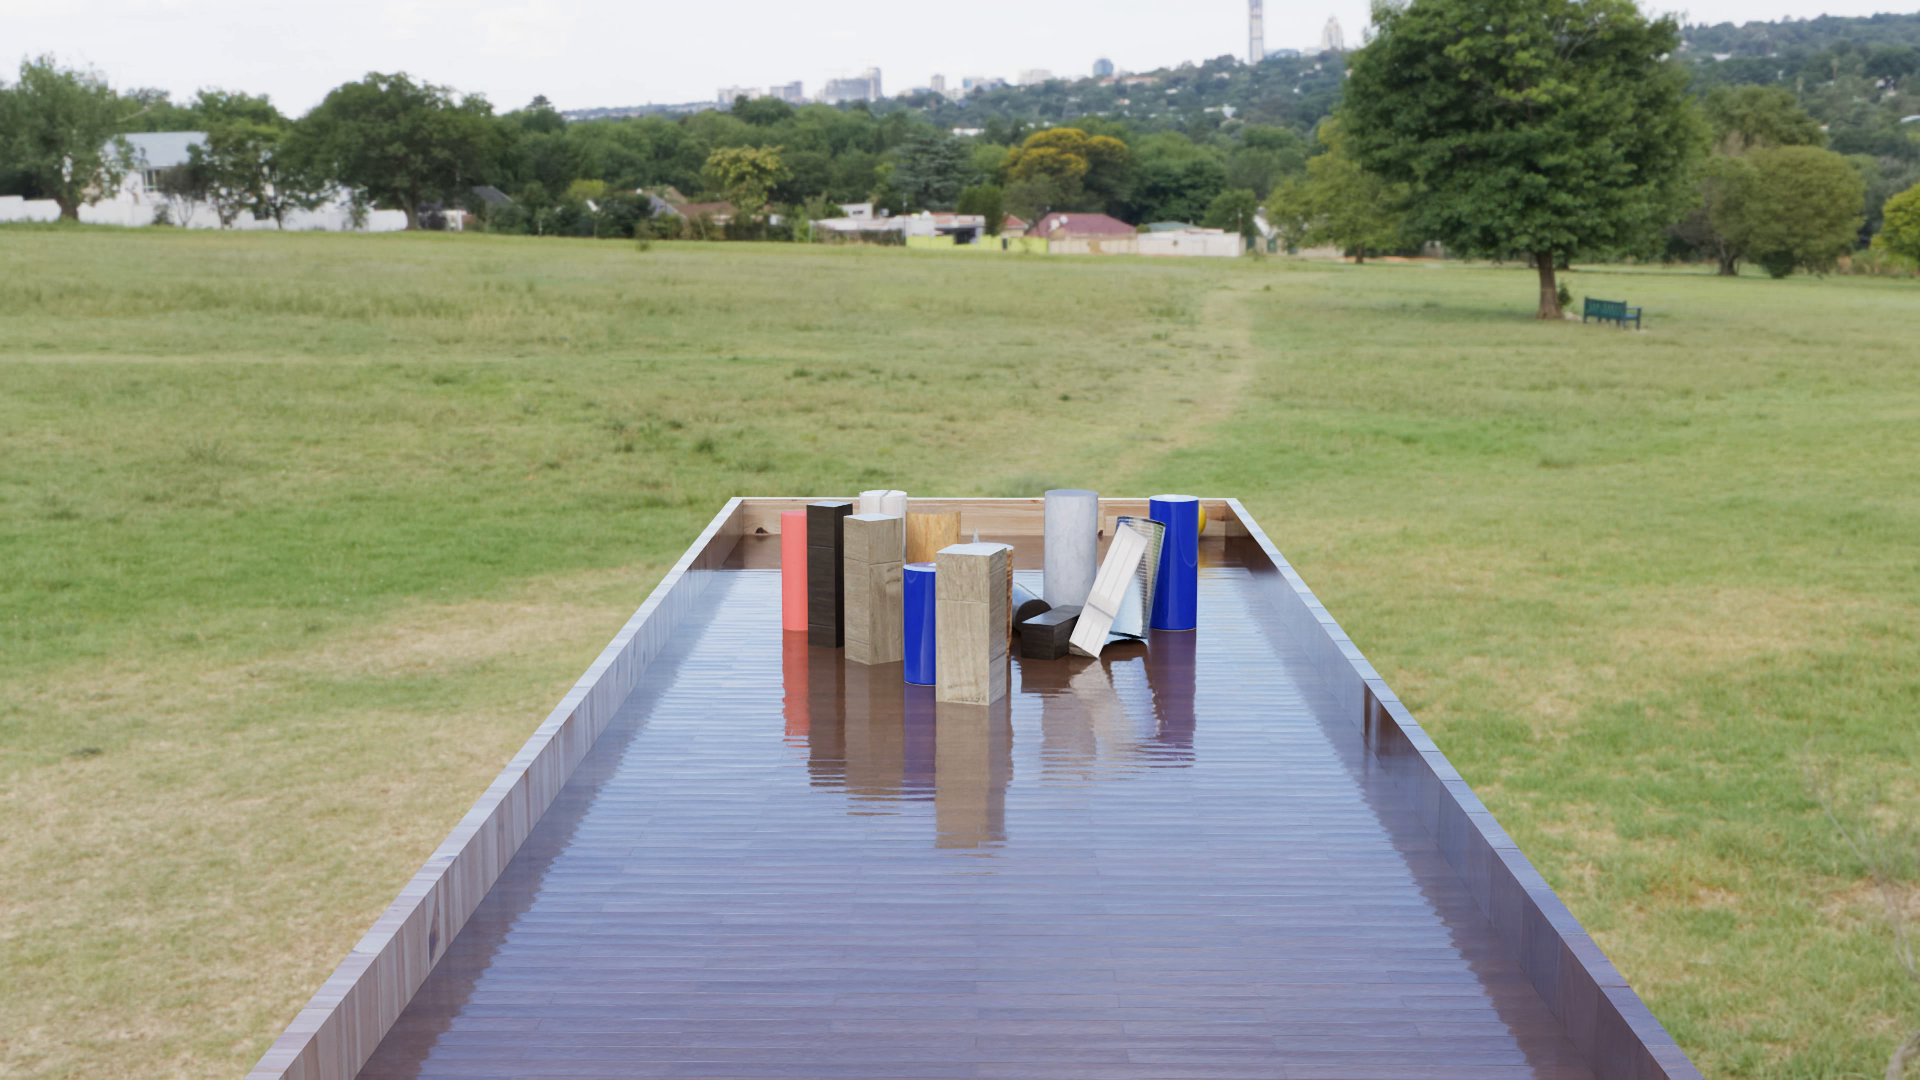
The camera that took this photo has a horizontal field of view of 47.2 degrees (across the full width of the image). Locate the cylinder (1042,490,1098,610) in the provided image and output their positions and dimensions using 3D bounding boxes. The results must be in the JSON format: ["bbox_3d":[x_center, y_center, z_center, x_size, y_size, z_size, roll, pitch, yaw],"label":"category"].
[{"bbox_3d":[0.359,0.067,7.158,0.174,0.445,0.174,1,10,0],"label":"cylinder"}]

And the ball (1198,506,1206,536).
[{"bbox_3d":[0.921,-0.084,8.992,0.172,0.172,0.172,0,9,0],"label":"ball"}]

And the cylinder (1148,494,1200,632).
[{"bbox_3d":[0.697,0.074,7.188,0.162,0.425,0.162,0,9,0],"label":"cylinder"}]

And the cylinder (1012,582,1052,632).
[{"bbox_3d":[0.204,0.227,7.177,0.127,0.127,0.334,-2,9,-12],"label":"cylinder"}]

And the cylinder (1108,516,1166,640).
[{"bbox_3d":[0.547,0.120,6.979,0.158,0.368,0.158,10,-7,1],"label":"cylinder"}]

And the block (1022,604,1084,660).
[{"bbox_3d":[0.308,0.287,6.850,0.110,0.110,0.329,4,10,26],"label":"block"}]

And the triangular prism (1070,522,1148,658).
[{"bbox_3d":[0.443,0.161,6.823,0.106,0.427,0.092,31,-21,-16],"label":"triangular prism"}]

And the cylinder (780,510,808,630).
[{"bbox_3d":[-0.524,0.099,7.183,0.118,0.377,0.118,0,9,0],"label":"cylinder"}]

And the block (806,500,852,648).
[{"bbox_3d":[-0.408,0.107,6.907,0.104,0.446,0.104,5,10,30],"label":"block"}]

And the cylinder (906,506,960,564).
[{"bbox_3d":[-0.084,0.114,6.947,0.174,0.420,0.174,0,9,0],"label":"cylinder"}]

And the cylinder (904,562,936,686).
[{"bbox_3d":[-0.084,0.243,6.406,0.163,0.335,0.163,0,9,0],"label":"cylinder"}]

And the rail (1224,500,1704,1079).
[{"bbox_3d":[1.046,0.843,3.208,0.050,0.150,12.000,0,9,1],"label":"rail"}]

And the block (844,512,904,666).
[{"bbox_3d":[-0.262,0.147,6.684,0.129,0.439,0.129,-7,11,-37],"label":"block"}]

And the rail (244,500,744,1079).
[{"bbox_3d":[-1.004,0.839,3.234,0.050,0.150,12.000,0,9,1],"label":"rail"}]

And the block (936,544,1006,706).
[{"bbox_3d":[0.032,0.236,6.174,0.157,0.422,0.157,3,10,19],"label":"block"}]

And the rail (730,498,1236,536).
[{"bbox_3d":[0.099,-0.098,9.147,2.100,0.150,0.050,0,9,1],"label":"rail"}]

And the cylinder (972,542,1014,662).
[{"bbox_3d":[0.081,0.192,6.681,0.156,0.347,0.156,1,10,0],"label":"cylinder"}]

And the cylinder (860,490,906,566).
[{"bbox_3d":[-0.250,0.066,7.191,0.156,0.440,0.156,0,9,0],"label":"cylinder"}]

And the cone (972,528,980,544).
[{"bbox_3d":[0.051,0.118,7.192,0.145,0.337,0.145,0,9,0],"label":"cone"}]
